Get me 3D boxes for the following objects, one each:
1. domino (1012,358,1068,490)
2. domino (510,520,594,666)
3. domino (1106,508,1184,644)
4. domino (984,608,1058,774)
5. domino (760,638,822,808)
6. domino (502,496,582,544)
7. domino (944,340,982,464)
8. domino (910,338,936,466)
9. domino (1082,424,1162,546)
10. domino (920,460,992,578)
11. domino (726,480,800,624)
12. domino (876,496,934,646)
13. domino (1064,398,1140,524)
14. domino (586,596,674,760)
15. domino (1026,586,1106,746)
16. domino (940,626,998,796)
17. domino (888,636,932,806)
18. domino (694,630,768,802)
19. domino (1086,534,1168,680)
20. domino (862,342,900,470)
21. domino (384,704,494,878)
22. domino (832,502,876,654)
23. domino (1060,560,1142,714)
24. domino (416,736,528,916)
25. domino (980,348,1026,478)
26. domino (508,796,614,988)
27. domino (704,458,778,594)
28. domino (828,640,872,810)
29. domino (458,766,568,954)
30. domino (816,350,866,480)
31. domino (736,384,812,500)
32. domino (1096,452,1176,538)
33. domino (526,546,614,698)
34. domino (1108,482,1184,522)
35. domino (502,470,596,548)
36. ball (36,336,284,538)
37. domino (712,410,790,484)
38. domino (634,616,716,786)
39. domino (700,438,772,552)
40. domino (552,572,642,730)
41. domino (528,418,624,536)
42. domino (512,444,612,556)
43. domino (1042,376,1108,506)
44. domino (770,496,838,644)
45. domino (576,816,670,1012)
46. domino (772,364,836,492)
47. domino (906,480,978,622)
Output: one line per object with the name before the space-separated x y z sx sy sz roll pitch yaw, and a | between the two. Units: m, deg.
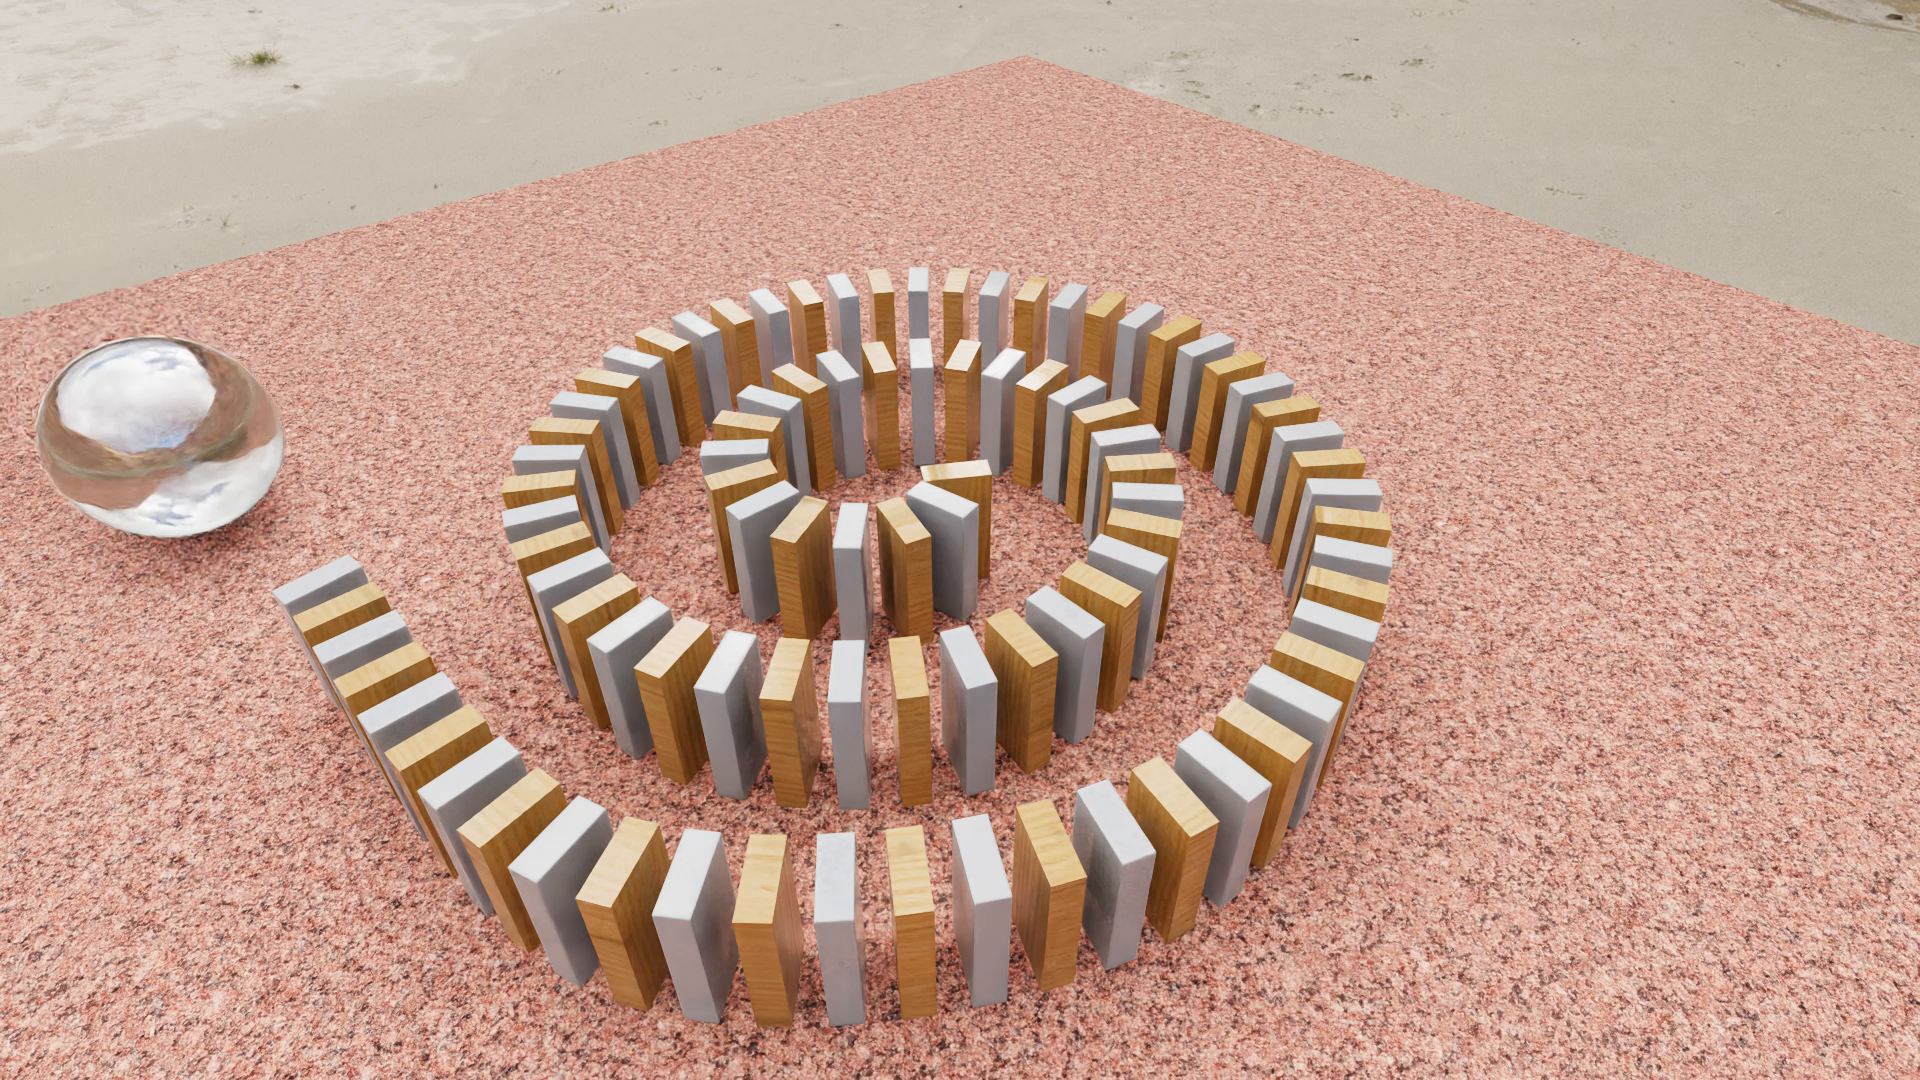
domino | 0.034 -0.049 0.472 0.009 0.050 0.025 25 45 27
domino | -0.139 0.019 0.388 0.025 0.050 0.009 -21 44 -24
domino | 0.064 0.013 0.395 0.025 0.050 0.010 12 41 14
domino | 0.019 0.049 0.352 0.010 0.050 0.025 -23 44 -25
domino | -0.052 0.057 0.341 0.009 0.050 0.025 4 39 5
domino | -0.147 0.009 0.400 0.025 0.050 0.009 -15 42 -18
domino | 0.002 -0.059 0.484 0.009 0.050 0.025 10 40 12
domino | -0.017 -0.061 0.485 0.009 0.050 0.025 -2 39 -3
domino | 0.064 -0.021 0.437 0.025 0.050 0.009 -9 40 -11
domino | -0.001 -0.006 0.419 0.025 0.050 0.009 -6 40 -8
domino | -0.070 0.005 0.405 0.025 0.050 0.010 -29 47 -30
domino | -0.020 0.012 0.396 0.009 0.050 0.025 -18 43 -21
domino | 0.058 -0.032 0.450 0.025 0.050 0.009 -16 42 -19
domino | -0.102 0.045 0.356 0.010 0.050 0.025 26 46 28
domino | 0.033 0.042 0.361 0.010 0.050 0.025 -30 48 -32
domino | 0.002 0.054 0.345 0.009 0.050 0.025 -13 41 -15
domino | -0.015 0.057 0.342 0.010 0.050 0.025 -6 40 -7
domino | -0.070 0.055 0.344 0.010 0.050 0.025 9 40 11
domino | 0.056 0.024 0.382 0.025 0.050 0.010 21 44 23
domino | -0.035 -0.058 0.483 0.009 0.050 0.025 -11 41 -13
domino | -0.146 0.074 0.321 0.010 0.050 0.025 31 49 32
domino | -0.038 0.014 0.394 0.009 0.050 0.025 1 39 2
domino | 0.046 0.033 0.371 0.025 0.050 0.009 27 47 29
domino | -0.132 0.082 0.312 0.009 0.050 0.025 28 47 30
domino | 0.019 -0.055 0.479 0.009 0.050 0.025 18 42 20
domino | -0.102 0.095 0.296 0.010 0.050 0.025 19 43 21
domino | -0.080 -0.005 0.417 0.025 0.050 0.009 -17 42 -20
domino | -0.034 0.058 0.341 0.010 0.050 0.025 -1 39 -1
domino | -0.118 0.089 0.303 0.010 0.050 0.025 24 45 27
domino | -0.051 -0.054 0.478 0.010 0.050 0.025 -18 43 -21
domino | -0.077 -0.038 0.458 0.025 0.050 0.009 18 42 20
domino | 0.067 -0.010 0.423 0.025 0.050 0.010 -4 39 -4
domino | -0.128 0.029 0.376 0.025 0.050 0.009 -26 46 -28
domino | 0.067 0.002 0.409 0.025 0.050 0.009 3 39 3
domino | -0.152 -0.002 0.414 0.025 0.050 0.010 -7 40 -9
ball | -0.316 -0.041 0.438 0.080 0.080 0.080 0 39 0
domino | -0.083 -0.027 0.445 0.025 0.050 0.009 9 40 11
domino | -0.087 0.051 0.349 0.009 0.050 0.025 17 42 20
domino | -0.085 -0.016 0.431 0.025 0.050 0.009 -3 39 -3
domino | -0.116 0.038 0.366 0.025 0.050 0.009 -32 49 -33
domino | -0.153 -0.025 0.442 0.025 0.050 0.010 4 39 4
domino | -0.154 -0.014 0.428 0.025 0.050 0.009 -1 39 -1
domino | 0.048 -0.042 0.462 0.025 0.050 0.009 -30 48 -31
domino | -0.055 0.012 0.397 0.009 0.050 0.025 14 41 17
domino | -0.085 0.099 0.290 0.010 0.050 0.025 10 40 12
domino | -0.066 -0.048 0.469 0.010 0.050 0.025 -32 49 -33
domino | -0.006 0.005 0.406 0.025 0.050 0.009 24 45 26
